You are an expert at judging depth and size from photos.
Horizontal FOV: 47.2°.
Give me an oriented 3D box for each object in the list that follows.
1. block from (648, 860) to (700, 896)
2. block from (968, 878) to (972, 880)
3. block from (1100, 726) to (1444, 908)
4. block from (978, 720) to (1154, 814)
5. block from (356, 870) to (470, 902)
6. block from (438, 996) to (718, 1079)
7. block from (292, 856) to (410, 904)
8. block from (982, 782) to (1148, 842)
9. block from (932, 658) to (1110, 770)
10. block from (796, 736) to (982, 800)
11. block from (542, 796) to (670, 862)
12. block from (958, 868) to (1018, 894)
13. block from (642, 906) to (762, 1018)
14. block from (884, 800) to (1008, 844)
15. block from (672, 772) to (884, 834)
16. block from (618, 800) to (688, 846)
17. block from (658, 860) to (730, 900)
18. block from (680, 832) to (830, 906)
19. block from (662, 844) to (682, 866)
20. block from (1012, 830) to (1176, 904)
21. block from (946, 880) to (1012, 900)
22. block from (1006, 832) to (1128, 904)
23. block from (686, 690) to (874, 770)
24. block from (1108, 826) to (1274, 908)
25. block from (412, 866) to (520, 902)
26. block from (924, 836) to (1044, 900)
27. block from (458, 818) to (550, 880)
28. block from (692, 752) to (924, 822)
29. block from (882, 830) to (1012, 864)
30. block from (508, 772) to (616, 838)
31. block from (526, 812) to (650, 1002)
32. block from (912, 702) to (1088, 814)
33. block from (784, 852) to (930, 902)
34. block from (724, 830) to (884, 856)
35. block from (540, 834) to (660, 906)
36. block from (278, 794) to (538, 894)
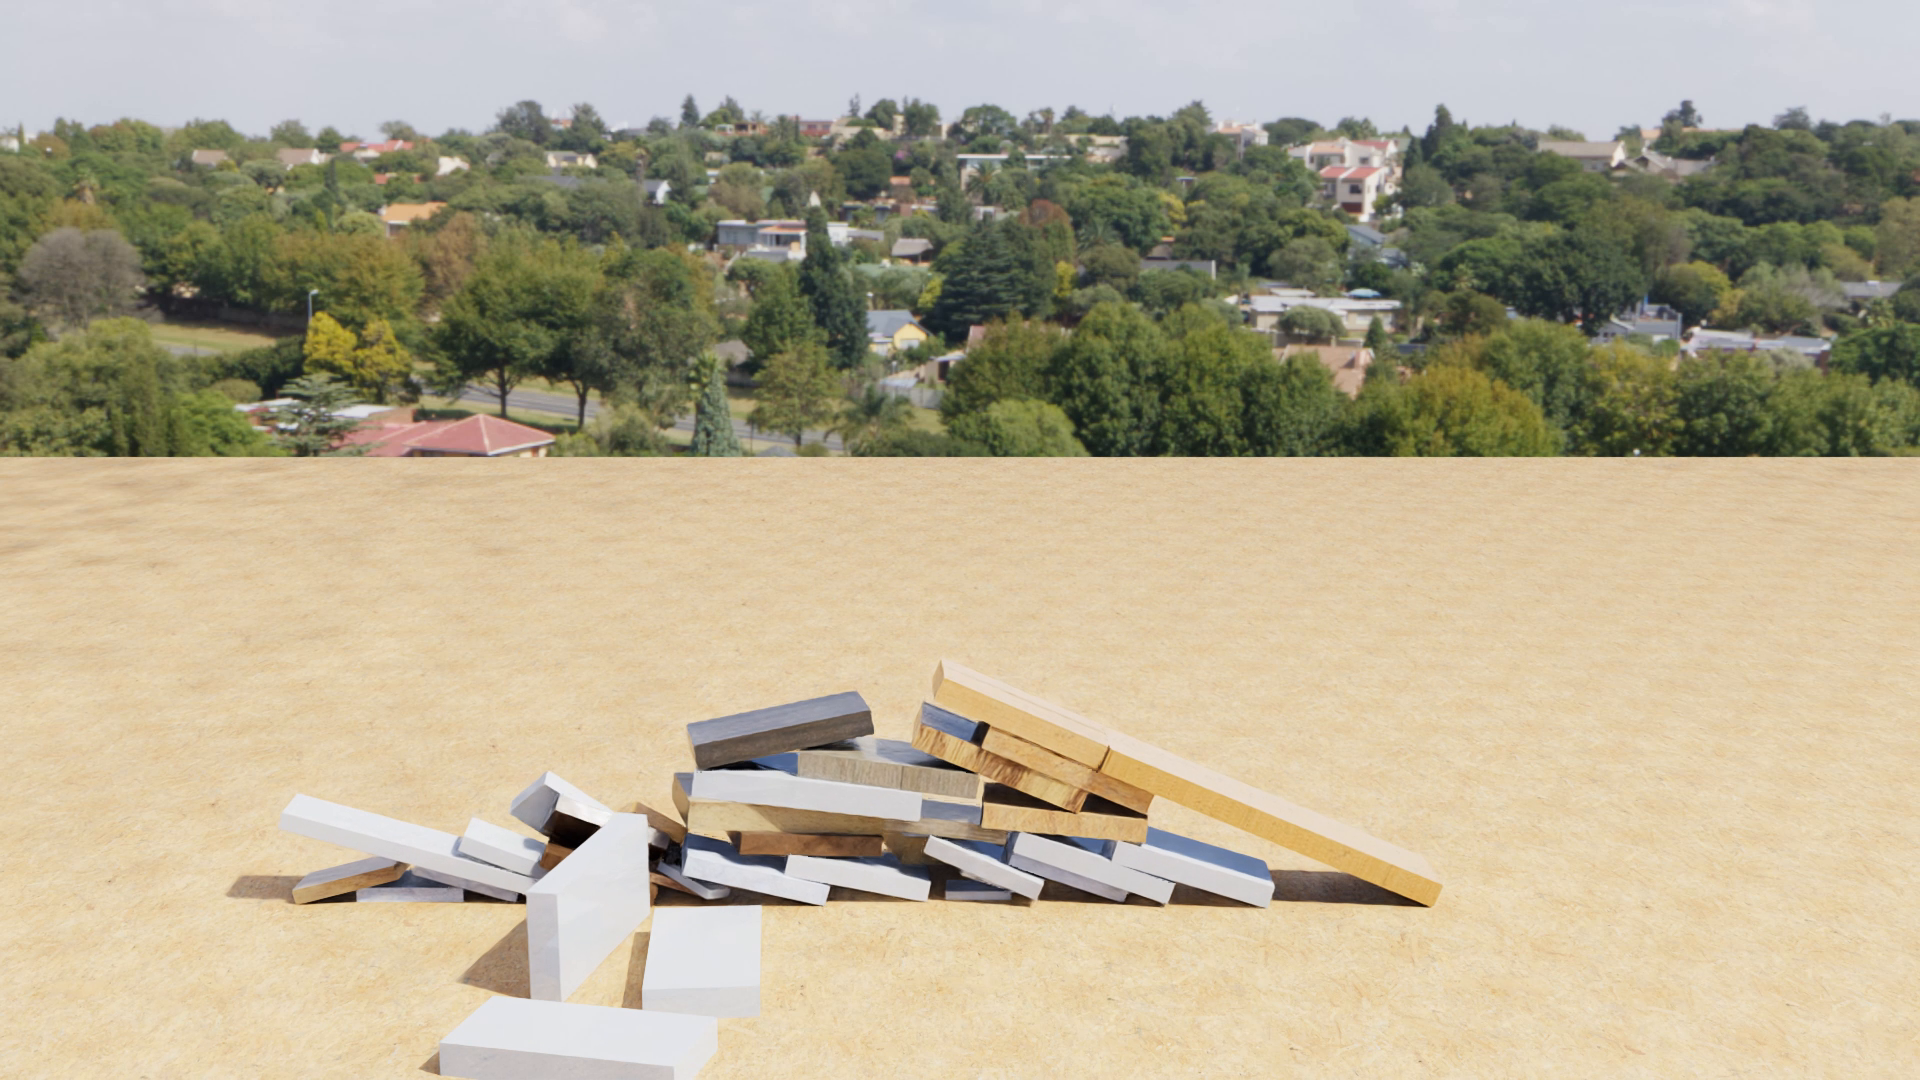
[{"bbox_3d":[-0.471,0.565,3.662,0.113,0.016,0.057,18,8,-9],"label":"block"},{"bbox_3d":[0.064,0.550,3.722,0.108,0.054,0.015,2,-32,-21],"label":"block"},{"bbox_3d":[0.506,0.456,3.640,0.598,0.041,0.146,23,9,-6],"label":"block"},{"bbox_3d":[0.174,0.359,3.630,0.292,0.041,0.146,23,9,-6],"label":"block"},{"bbox_3d":[-0.907,0.577,3.670,0.176,0.025,0.088,0,11,0],"label":"block"},{"bbox_3d":[-0.518,0.690,2.999,0.335,0.047,0.167,2,11,13],"label":"block"},{"bbox_3d":[-1.009,0.558,3.651,0.175,0.025,0.088,-14,10,3],"label":"block"},{"bbox_3d":[0.172,0.450,3.645,0.268,0.038,0.134,5,10,0],"label":"block"},{"bbox_3d":[0.097,0.283,3.610,0.292,0.041,0.146,23,8,-6],"label":"block"},{"bbox_3d":[-0.113,0.371,3.646,0.294,0.042,0.147,7,10,3],"label":"block"},{"bbox_3d":[-0.588,0.484,3.652,0.195,0.028,0.098,22,-33,-14],"label":"block"},{"bbox_3d":[0.049,0.555,3.651,0.108,0.015,0.054,20,10,-13],"label":"block"},{"bbox_3d":[-0.384,0.632,3.310,0.167,0.047,0.335,-1,11,-5],"label":"block"},{"bbox_3d":[-0.021,0.464,3.651,0.202,0.029,0.101,7,10,3],"label":"block"},{"bbox_3d":[-0.305,0.440,3.680,0.329,0.047,0.165,4,10,-17],"label":"block"},{"bbox_3d":[-0.533,0.493,3.781,0.104,0.030,0.209,29,-17,-9],"label":"block"},{"bbox_3d":[-0.440,0.561,3.642,0.113,0.016,0.057,24,9,30],"label":"block"},{"bbox_3d":[-0.340,0.545,3.642,0.239,0.034,0.120,14,8,-11],"label":"block"},{"bbox_3d":[-0.443,0.536,3.688,0.113,0.016,0.057,16,9,-21],"label":"block"},{"bbox_3d":[0.220,0.523,3.658,0.268,0.038,0.134,19,10,-2],"label":"block"},{"bbox_3d":[0.031,0.583,3.663,0.108,0.015,0.054,0,11,1],"label":"block"},{"bbox_3d":[0.178,0.544,3.663,0.202,0.029,0.101,19,10,-4],"label":"block"},{"bbox_3d":[-0.300,0.314,3.655,0.294,0.042,0.147,-11,11,-10],"label":"block"},{"bbox_3d":[0.382,0.534,3.655,0.268,0.038,0.134,17,10,-2],"label":"block"},{"bbox_3d":[-0.814,0.554,3.659,0.176,0.025,0.088,16,9,-4],"label":"block"},{"bbox_3d":[0.042,0.529,3.644,0.202,0.029,0.101,23,11,2],"label":"block"},{"bbox_3d":[-0.726,0.520,3.643,0.195,0.028,0.098,21,9,-8],"label":"block"},{"bbox_3d":[-0.247,0.401,3.652,0.373,0.047,0.165,6,10,0],"label":"block"},{"bbox_3d":[0.031,0.513,3.818,0.329,0.047,0.165,4,11,-21],"label":"block"},{"bbox_3d":[-0.644,0.478,3.708,0.209,0.104,0.030,37,34,-24],"label":"block"},{"bbox_3d":[-0.566,0.558,3.379,0.047,0.167,0.385,2,11,11],"label":"block"},{"bbox_3d":[0.065,0.358,3.635,0.294,0.042,0.147,22,10,-4],"label":"block"},{"bbox_3d":[-0.173,0.546,3.668,0.239,0.034,0.120,12,9,-8],"label":"block"},{"bbox_3d":[-0.260,0.490,3.661,0.239,0.034,0.120,4,10,-19],"label":"block"},{"bbox_3d":[-0.594,0.545,3.638,0.195,0.028,0.098,21,8,-7],"label":"block"},{"bbox_3d":[-0.897,0.504,3.633,0.432,0.030,0.104,16,9,-6],"label":"block"}]
